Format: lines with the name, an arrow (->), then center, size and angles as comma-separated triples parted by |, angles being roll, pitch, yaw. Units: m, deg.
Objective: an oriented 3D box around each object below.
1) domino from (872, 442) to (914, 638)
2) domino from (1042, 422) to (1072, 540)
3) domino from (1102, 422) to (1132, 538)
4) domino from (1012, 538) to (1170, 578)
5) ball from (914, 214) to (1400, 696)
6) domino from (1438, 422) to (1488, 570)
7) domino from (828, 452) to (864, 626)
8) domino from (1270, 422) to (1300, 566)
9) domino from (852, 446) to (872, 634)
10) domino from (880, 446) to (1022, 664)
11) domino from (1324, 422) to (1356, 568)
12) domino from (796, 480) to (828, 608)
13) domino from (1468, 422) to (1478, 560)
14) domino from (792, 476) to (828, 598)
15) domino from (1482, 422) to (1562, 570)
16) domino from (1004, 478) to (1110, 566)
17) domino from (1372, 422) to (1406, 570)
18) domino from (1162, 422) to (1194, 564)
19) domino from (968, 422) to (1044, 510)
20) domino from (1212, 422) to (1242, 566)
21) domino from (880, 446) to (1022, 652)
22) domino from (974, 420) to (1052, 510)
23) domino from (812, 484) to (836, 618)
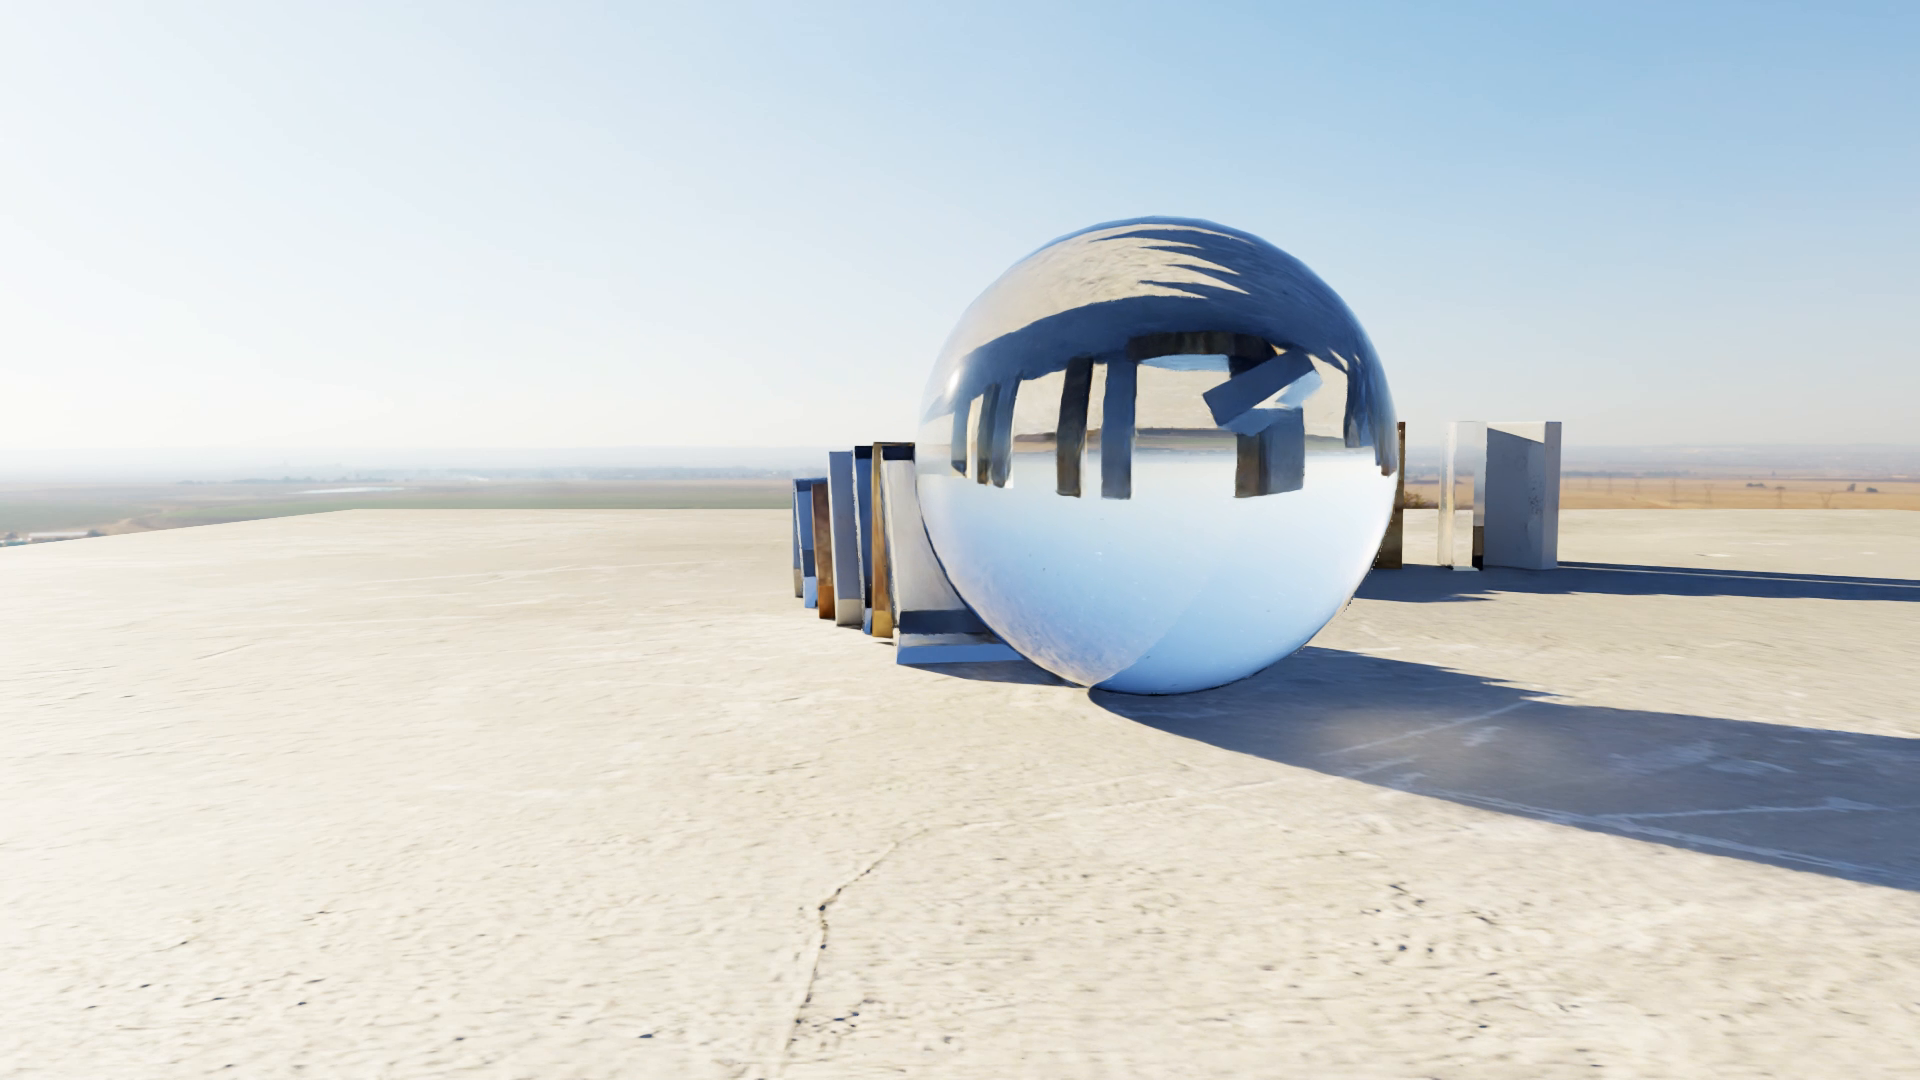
domino -> -0.007, -0.001, 0.290 | 0.025, 0.050, 0.010 | 2, -41, -7
domino -> 0.032, -0.017, 0.466 | 0.009, 0.050, 0.025 | -1, 4, -12
domino -> 0.057, -0.017, 0.465 | 0.010, 0.050, 0.025 | 0, 4, 5
domino -> 0.042, 0.006, 0.429 | 0.050, 0.010, 0.025 | -2, 5, -28
ball -> 0.032, -0.014, 0.217 | 0.080, 0.080, 0.080 | 0, 4, 0
domino -> 0.173, -0.016, 0.442 | 0.009, 0.050, 0.025 | 1, 4, 9
domino -> -0.019, -0.001, 0.316 | 0.025, 0.009, 0.050 | -1, 47, -9
domino -> 0.116, -0.017, 0.456 | 0.010, 0.050, 0.025 | 1, 4, 15
domino -> -0.011, -0.001, 0.302 | 0.025, 0.050, 0.010 | -1, -41, -9
domino -> -0.002, 0.002, 0.263 | 0.025, 0.050, 0.009 | -1, -41, -9
domino -> 0.134, -0.016, 0.451 | 0.009, 0.050, 0.025 | 1, 4, 15
domino -> -0.032, 0.000, 0.354 | 0.025, 0.009, 0.050 | -2, 32, -9
domino -> 0.199, -0.017, 0.466 | 0.025, 0.050, 0.009 | 0, 4, -1
domino -> -0.036, -0.002, 0.376 | 0.025, 0.009, 0.050 | -3, 33, -6
domino -> 0.193, -0.016, 0.444 | 0.010, 0.050, 0.025 | -3, 5, -35
domino -> 0.022, -0.004, 0.418 | 0.050, 0.010, 0.025 | -30, 17, -22
domino -> 0.149, -0.016, 0.447 | 0.009, 0.050, 0.025 | 1, 4, 14
domino -> 0.078, -0.017, 0.463 | 0.009, 0.050, 0.025 | 1, 4, 7
domino -> 0.016, -0.017, 0.459 | 0.025, 0.050, 0.009 | 3, 5, 31
domino -> 0.096, -0.017, 0.461 | 0.009, 0.050, 0.025 | 1, 4, 11
domino -> -0.003, 0.001, 0.276 | 0.025, 0.050, 0.009 | -1, -41, -9
domino -> 0.018, -0.016, 0.440 | 0.025, 0.050, 0.009 | -1, 0, -15
domino -> -0.025, 0.002, 0.333 | 0.025, 0.009, 0.050 | -1, 32, -9
